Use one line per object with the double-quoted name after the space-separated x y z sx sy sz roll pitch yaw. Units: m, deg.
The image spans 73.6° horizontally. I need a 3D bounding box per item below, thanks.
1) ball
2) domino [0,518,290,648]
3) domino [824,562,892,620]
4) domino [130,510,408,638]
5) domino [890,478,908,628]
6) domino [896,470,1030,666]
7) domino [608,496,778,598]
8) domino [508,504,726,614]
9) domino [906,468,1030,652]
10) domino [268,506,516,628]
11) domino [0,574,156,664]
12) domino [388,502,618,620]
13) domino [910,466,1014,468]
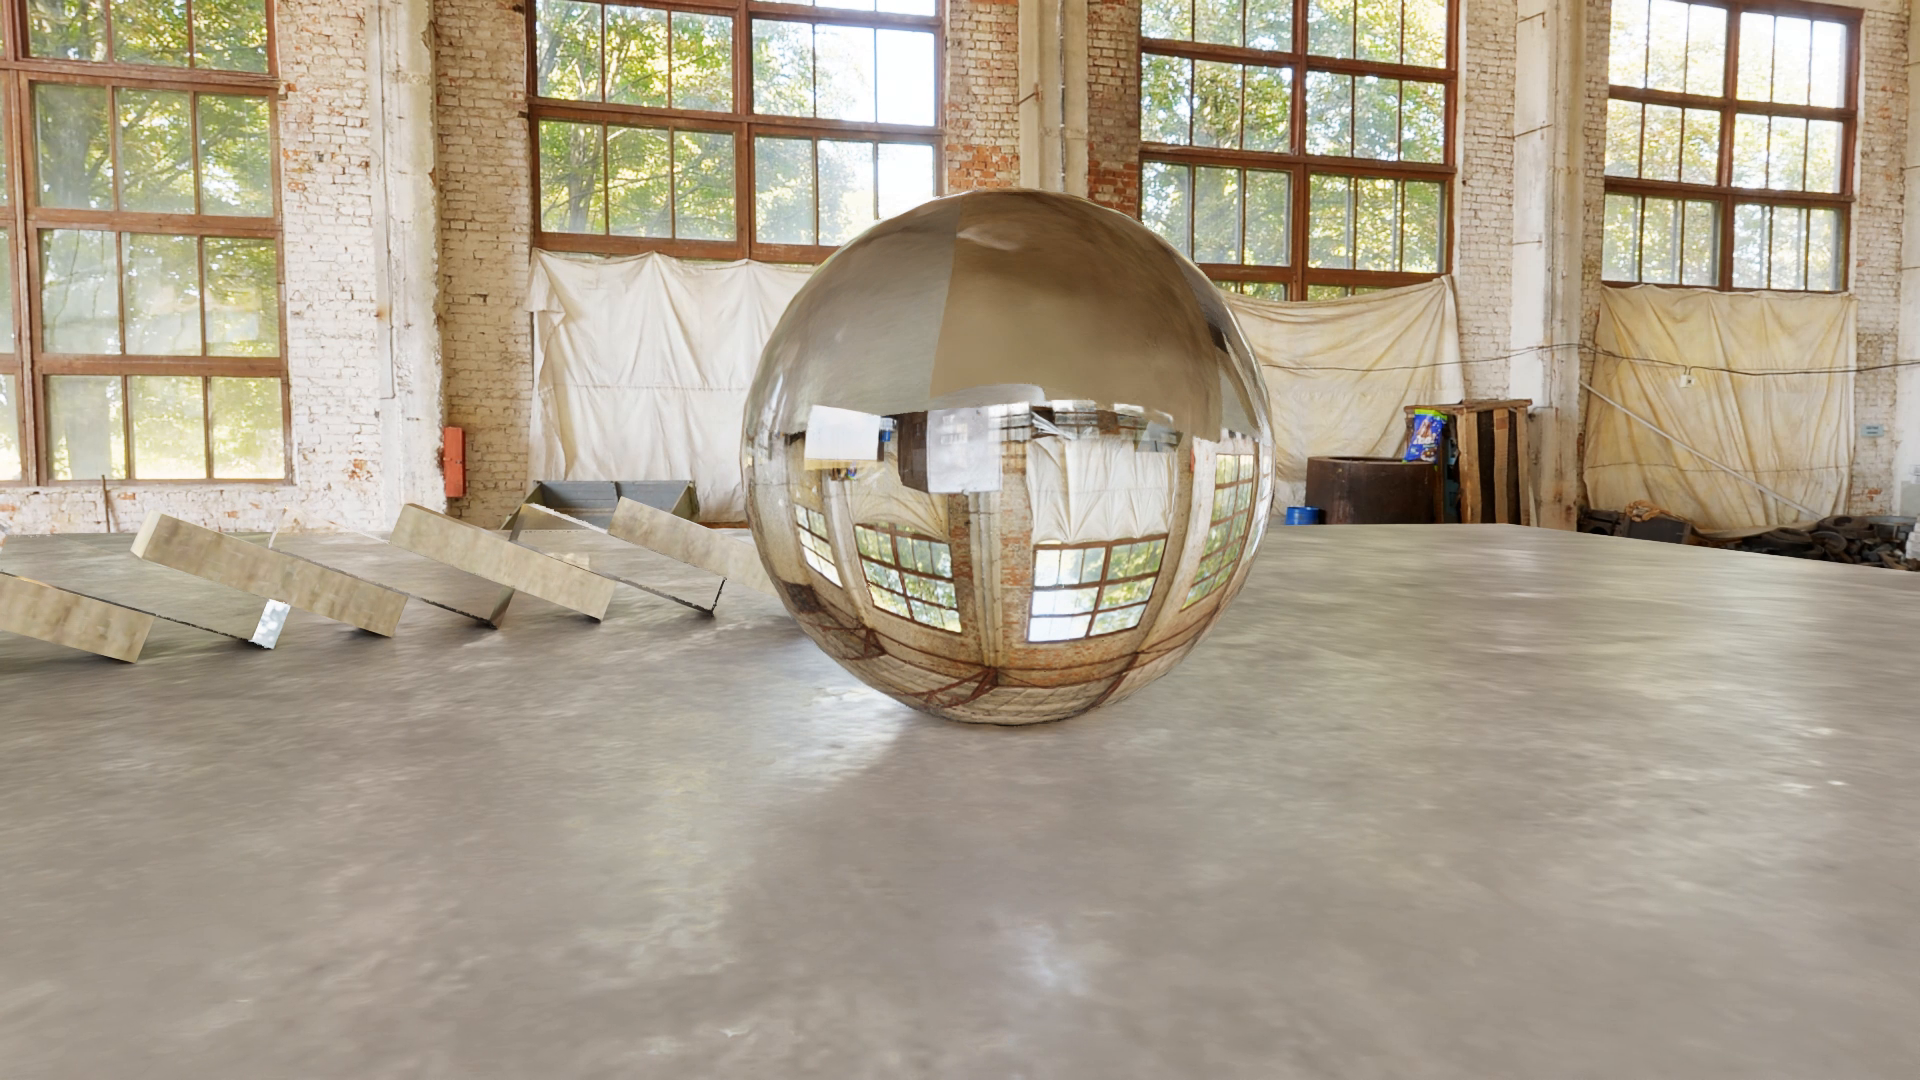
0.007 -0.012 0.195 0.080 0.080 0.080 0 4 0 "ball"
-0.167 0.009 0.260 0.025 0.009 0.050 5 -17 46 "domino"
-0.021 0.013 0.336 0.025 0.010 0.050 -1 4 -10 "domino"
-0.149 0.007 0.278 0.050 0.010 0.025 26 -12 -35 "domino"
-0.004 0.002 0.314 0.025 0.009 0.050 1 34 -1 "domino"
0.000 0.004 0.264 0.025 0.010 0.050 0 40 -2 "domino"
-0.061 0.003 0.327 0.050 0.010 0.025 20 -3 17 "domino"
-0.084 0.005 0.317 0.050 0.010 0.025 21 -3 -11 "domino"
0.001 0.003 0.280 0.025 0.009 0.050 0 40 -2 "domino"
-0.130 0.006 0.295 0.050 0.009 0.025 24 -9 -28 "domino"
-0.184 0.010 0.242 0.025 0.010 0.050 4 -17 46 "domino"
-0.109 0.005 0.309 0.050 0.009 0.025 23 -5 -18 "domino"
0.001 0.002 0.296 0.025 0.010 0.050 0 40 -2 "domino"
